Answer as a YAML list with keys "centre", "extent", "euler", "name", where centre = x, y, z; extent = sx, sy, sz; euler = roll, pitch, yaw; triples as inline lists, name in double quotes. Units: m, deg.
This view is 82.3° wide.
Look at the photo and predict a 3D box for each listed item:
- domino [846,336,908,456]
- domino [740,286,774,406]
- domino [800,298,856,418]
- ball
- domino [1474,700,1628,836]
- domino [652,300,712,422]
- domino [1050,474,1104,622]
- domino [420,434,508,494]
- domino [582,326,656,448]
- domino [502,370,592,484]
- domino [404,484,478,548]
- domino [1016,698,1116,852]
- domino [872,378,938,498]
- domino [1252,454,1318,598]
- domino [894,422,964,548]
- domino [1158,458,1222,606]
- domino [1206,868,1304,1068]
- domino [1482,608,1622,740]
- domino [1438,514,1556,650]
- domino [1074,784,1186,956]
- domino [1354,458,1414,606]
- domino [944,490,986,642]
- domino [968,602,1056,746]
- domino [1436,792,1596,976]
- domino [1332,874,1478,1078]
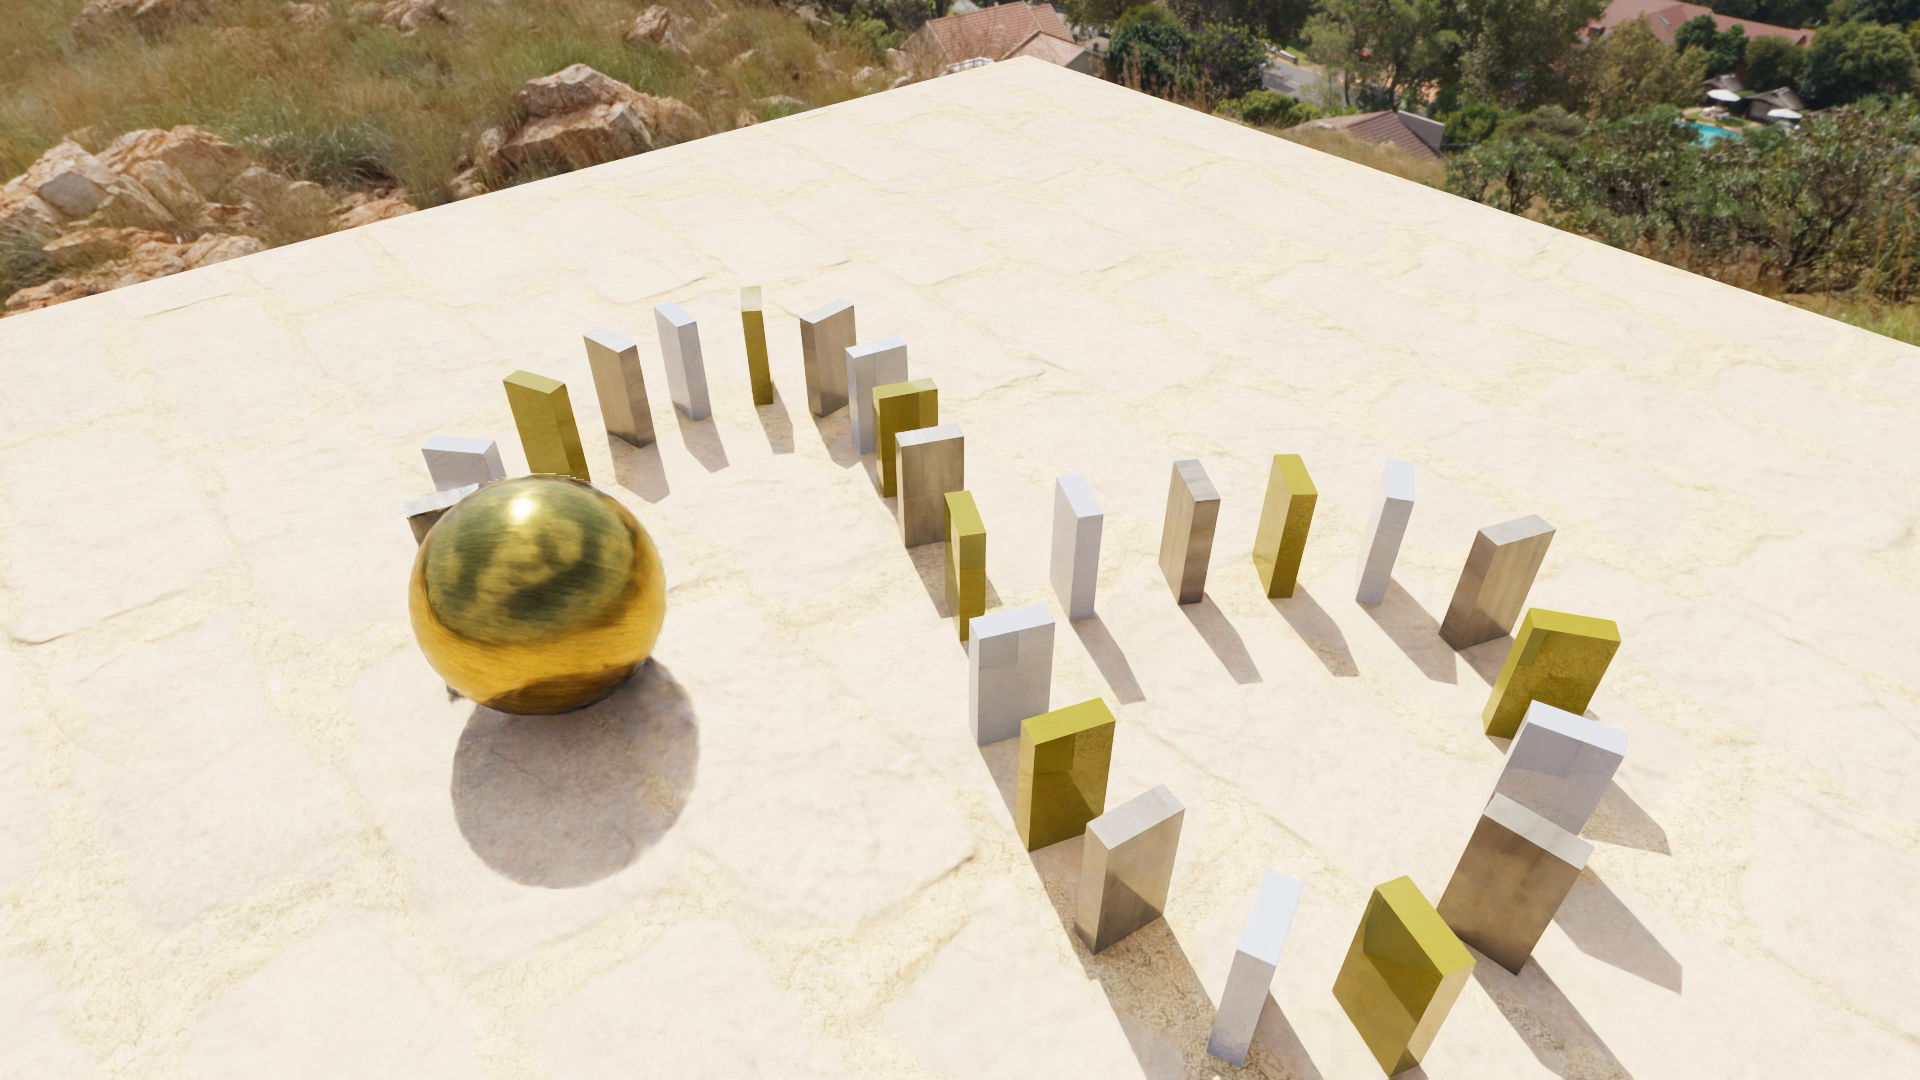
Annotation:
- centre: [-0.036, -0.064, 0.490]
  extent: [0.025, 0.050, 0.009]
  euler: [-19, 43, -21]
  name: "domino"
- centre: [-0.097, -0.092, 0.524]
  extent: [0.009, 0.050, 0.025]
  euler: [-6, 40, -7]
  name: "domino"
- centre: [-0.060, -0.085, 0.515]
  extent: [0.009, 0.050, 0.025]
  euler: [30, 48, 31]
  name: "domino"
- centre: [-0.139, 0.018, 0.365]
  extent: [0.080, 0.080, 0.080]
  euler: [0, 39, 0]
  name: "ball"
- centre: [0.173, 0.072, 0.324]
  extent: [0.025, 0.050, 0.009]
  euler: [20, 43, 23]
  name: "domino"
- centre: [-0.129, -0.083, 0.513]
  extent: [0.010, 0.050, 0.025]
  euler: [-25, 46, -28]
  name: "domino"
- centre: [0.043, 0.003, 0.408]
  extent: [0.009, 0.050, 0.025]
  euler: [-9, 40, -11]
  name: "domino"
- centre: [-0.190, -0.017, 0.432]
  extent: [0.025, 0.050, 0.009]
  euler: [5, 40, 6]
  name: "domino"
- centre: [-0.153, -0.068, 0.495]
  extent: [0.025, 0.050, 0.009]
  euler: [27, 46, 29]
  name: "domino"
- centre: [-0.175, -0.046, 0.467]
  extent: [0.025, 0.050, 0.009]
  euler: [17, 42, 20]
  name: "domino"
- centre: [-0.183, 0.005, 0.405]
  extent: [0.025, 0.050, 0.009]
  euler: [-18, 43, -21]
  name: "domino"
- centre: [0.031, 0.070, 0.326]
  extent: [0.025, 0.050, 0.009]
  euler: [-14, 41, -16]
  name: "domino"
- centre: [-0.022, -0.043, 0.463]
  extent: [0.025, 0.050, 0.010]
  euler: [-12, 41, -14]
  name: "domino"
- centre: [0.123, -0.005, 0.417]
  extent: [0.009, 0.050, 0.025]
  euler: [-1, 39, -1]
  name: "domino"
- centre: [-0.012, -0.021, 0.437]
  extent: [0.025, 0.050, 0.009]
  euler: [-11, 41, -13]
  name: "domino"
- centre: [0.086, -0.003, 0.415]
  extent: [0.010, 0.050, 0.025]
  euler: [-6, 40, -7]
  name: "domino"
- centre: [0.074, 0.109, 0.279]
  extent: [0.009, 0.050, 0.025]
  euler: [19, 43, 21]
  name: "domino"
- centre: [0.190, 0.045, 0.356]
  extent: [0.025, 0.050, 0.010]
  euler: [9, 40, 11]
  name: "domino"
- centre: [0.191, 0.016, 0.392]
  extent: [0.025, 0.050, 0.009]
  euler: [-13, 41, -16]
  name: "domino"
- centre: [0.046, 0.091, 0.301]
  extent: [0.025, 0.050, 0.009]
  euler: [-21, 44, -24]
  name: "domino"
- centre: [0.160, -0.003, 0.415]
  extent: [0.009, 0.050, 0.025]
  euler: [11, 41, 13]
  name: "domino"
- centre: [0.002, 0.010, 0.400]
  extent: [0.010, 0.050, 0.025]
  euler: [-8, 40, -10]
  name: "domino"
- centre: [0.016, 0.044, 0.357]
  extent: [0.025, 0.050, 0.010]
  euler: [-11, 41, -13]
  name: "domino"
- centre: [0.148, 0.094, 0.297]
  extent: [0.025, 0.050, 0.009]
  euler: [31, 48, 32]
  name: "domino"
- centre: [0.110, 0.110, 0.277]
  extent: [0.009, 0.050, 0.025]
  euler: [-13, 41, -16]
  name: "domino"
